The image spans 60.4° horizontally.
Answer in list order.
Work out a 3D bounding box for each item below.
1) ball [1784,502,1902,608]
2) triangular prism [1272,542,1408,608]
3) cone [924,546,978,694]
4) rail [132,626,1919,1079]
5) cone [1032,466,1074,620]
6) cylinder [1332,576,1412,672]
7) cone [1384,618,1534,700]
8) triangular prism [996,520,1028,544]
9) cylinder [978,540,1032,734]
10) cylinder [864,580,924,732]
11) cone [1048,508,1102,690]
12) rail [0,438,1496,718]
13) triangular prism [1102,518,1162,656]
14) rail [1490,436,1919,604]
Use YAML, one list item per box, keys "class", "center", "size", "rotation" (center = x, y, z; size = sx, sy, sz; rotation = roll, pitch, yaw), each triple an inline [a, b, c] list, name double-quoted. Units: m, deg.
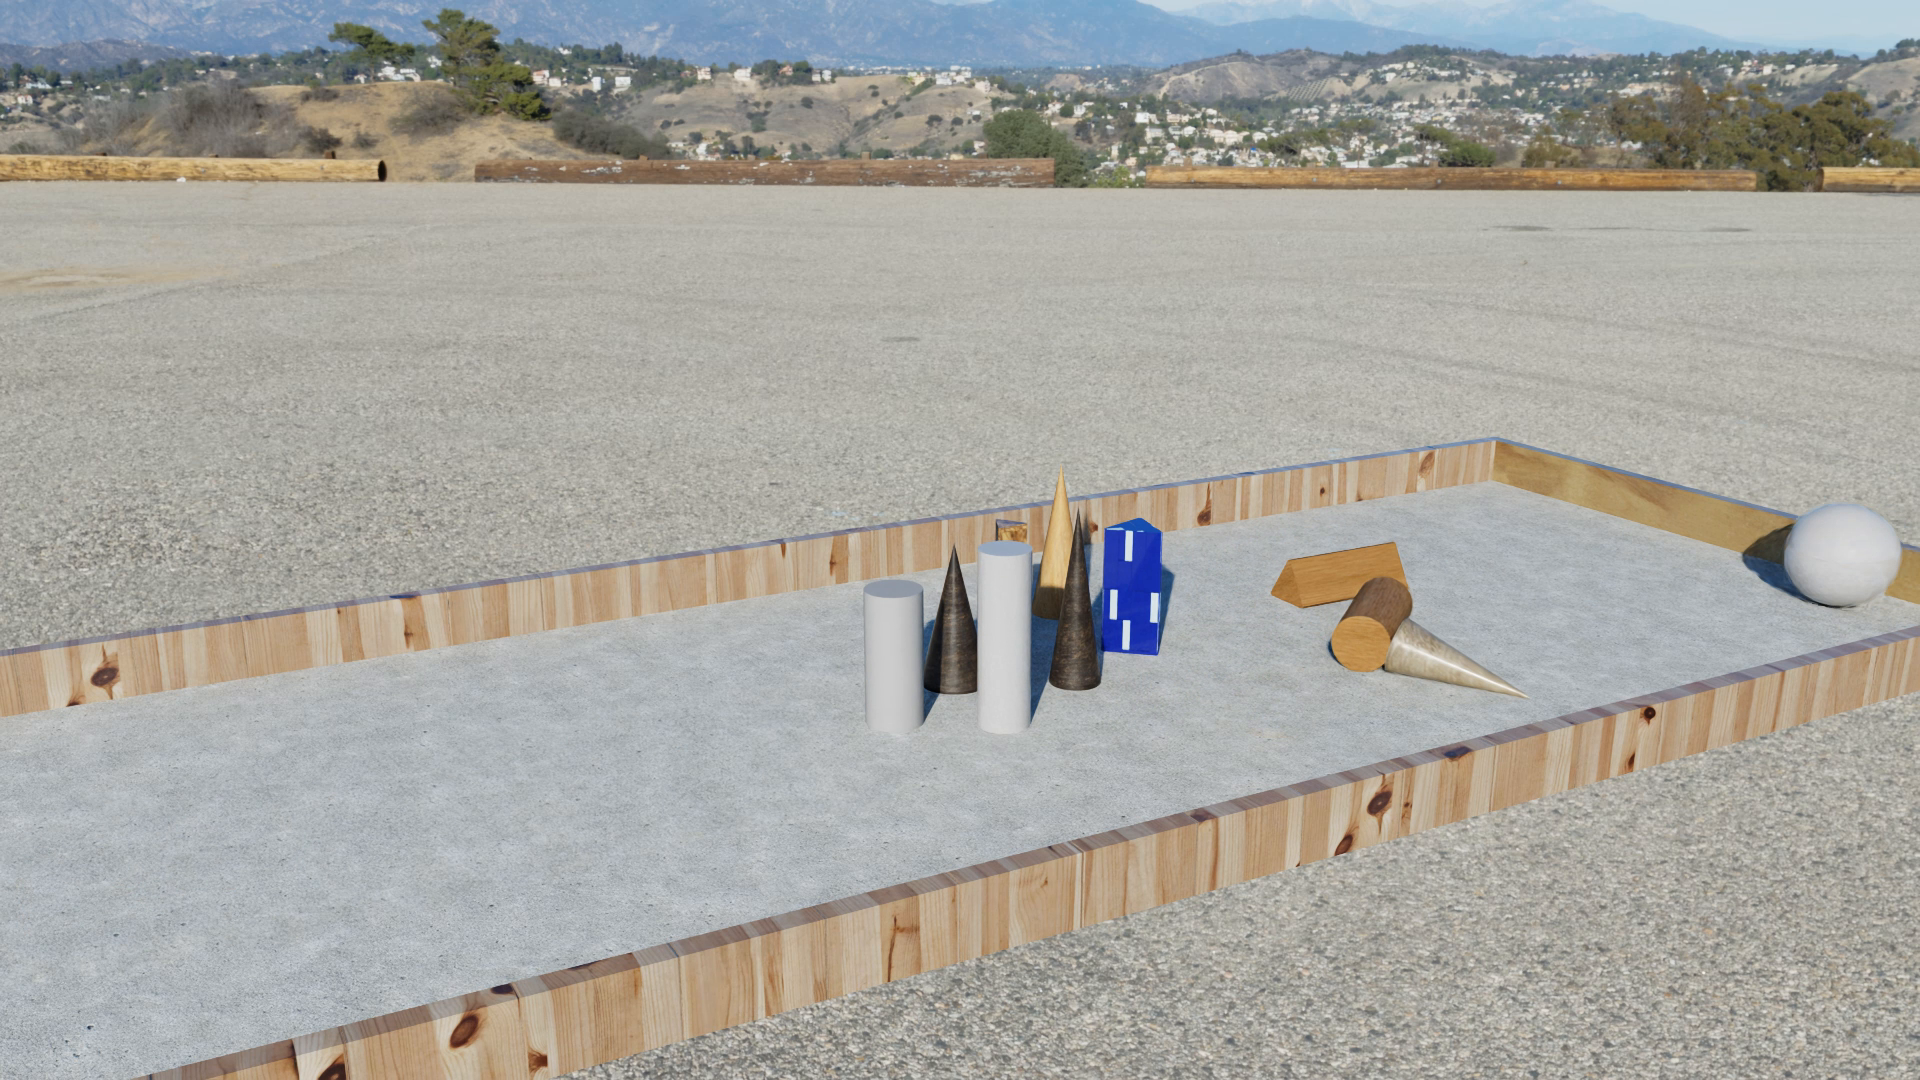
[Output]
- class: "ball"
  center: [2.505, 0.043, 4.684]
  size: [0.297, 0.297, 0.297]
  rotation: [0, 16, 0]
- class: "triangular prism"
  center: [1.113, 0.090, 4.816]
  size: [0.392, 0.124, 0.143]
  rotation: [-8, 19, -27]
- class: "cone"
  center: [-0.014, 0.181, 4.090]
  size: [0.172, 0.365, 0.172]
  rotation: [0, 16, 0]
- class: "rail"
  center: [-2.336, 1.006, 1.665]
  size: [12.000, 0.150, 0.050]
  rotation: [-9, 18, -27]
- class: "cone"
  center: [0.280, -0.005, 4.611]
  size: [0.158, 0.430, 0.158]
  rotation: [0, 16, 0]
- class: "cylinder"
  center: [1.089, 0.218, 4.345]
  size: [0.150, 0.150, 0.357]
  rotation: [7, 18, 22]
- class: "cone"
  center: [1.258, 0.328, 4.111]
  size: [0.357, 0.146, 0.146]
  rotation: [23, 26, 28]
- class: "triangular prism"
  center: [0.117, 0.117, 4.353]
  size: [0.089, 0.340, 0.077]
  rotation: [-11, 19, -32]
- class: "cylinder"
  center: [0.103, 0.225, 3.824]
  size: [0.126, 0.430, 0.126]
  rotation: [0, 16, 0]
- class: "cylinder"
  center: [-0.154, 0.270, 3.852]
  size: [0.139, 0.329, 0.139]
  rotation: [0, 16, 0]
- class: "cone"
  center: [0.289, 0.135, 4.083]
  size: [0.132, 0.457, 0.132]
  rotation: [0, 16, 0]
- class: "rail"
  center: [-3.305, 0.497, 3.399]
  size: [12.000, 0.150, 0.050]
  rotation: [-9, 18, -27]
- class: "triangular prism"
  center: [0.462, 0.119, 4.355]
  size: [0.149, 0.335, 0.129]
  rotation: [4, 17, 14]
- class: "rail"
  center: [2.466, -0.048, 5.253]
  size: [0.050, 0.150, 2.100]
  rotation: [-9, 18, -27]
